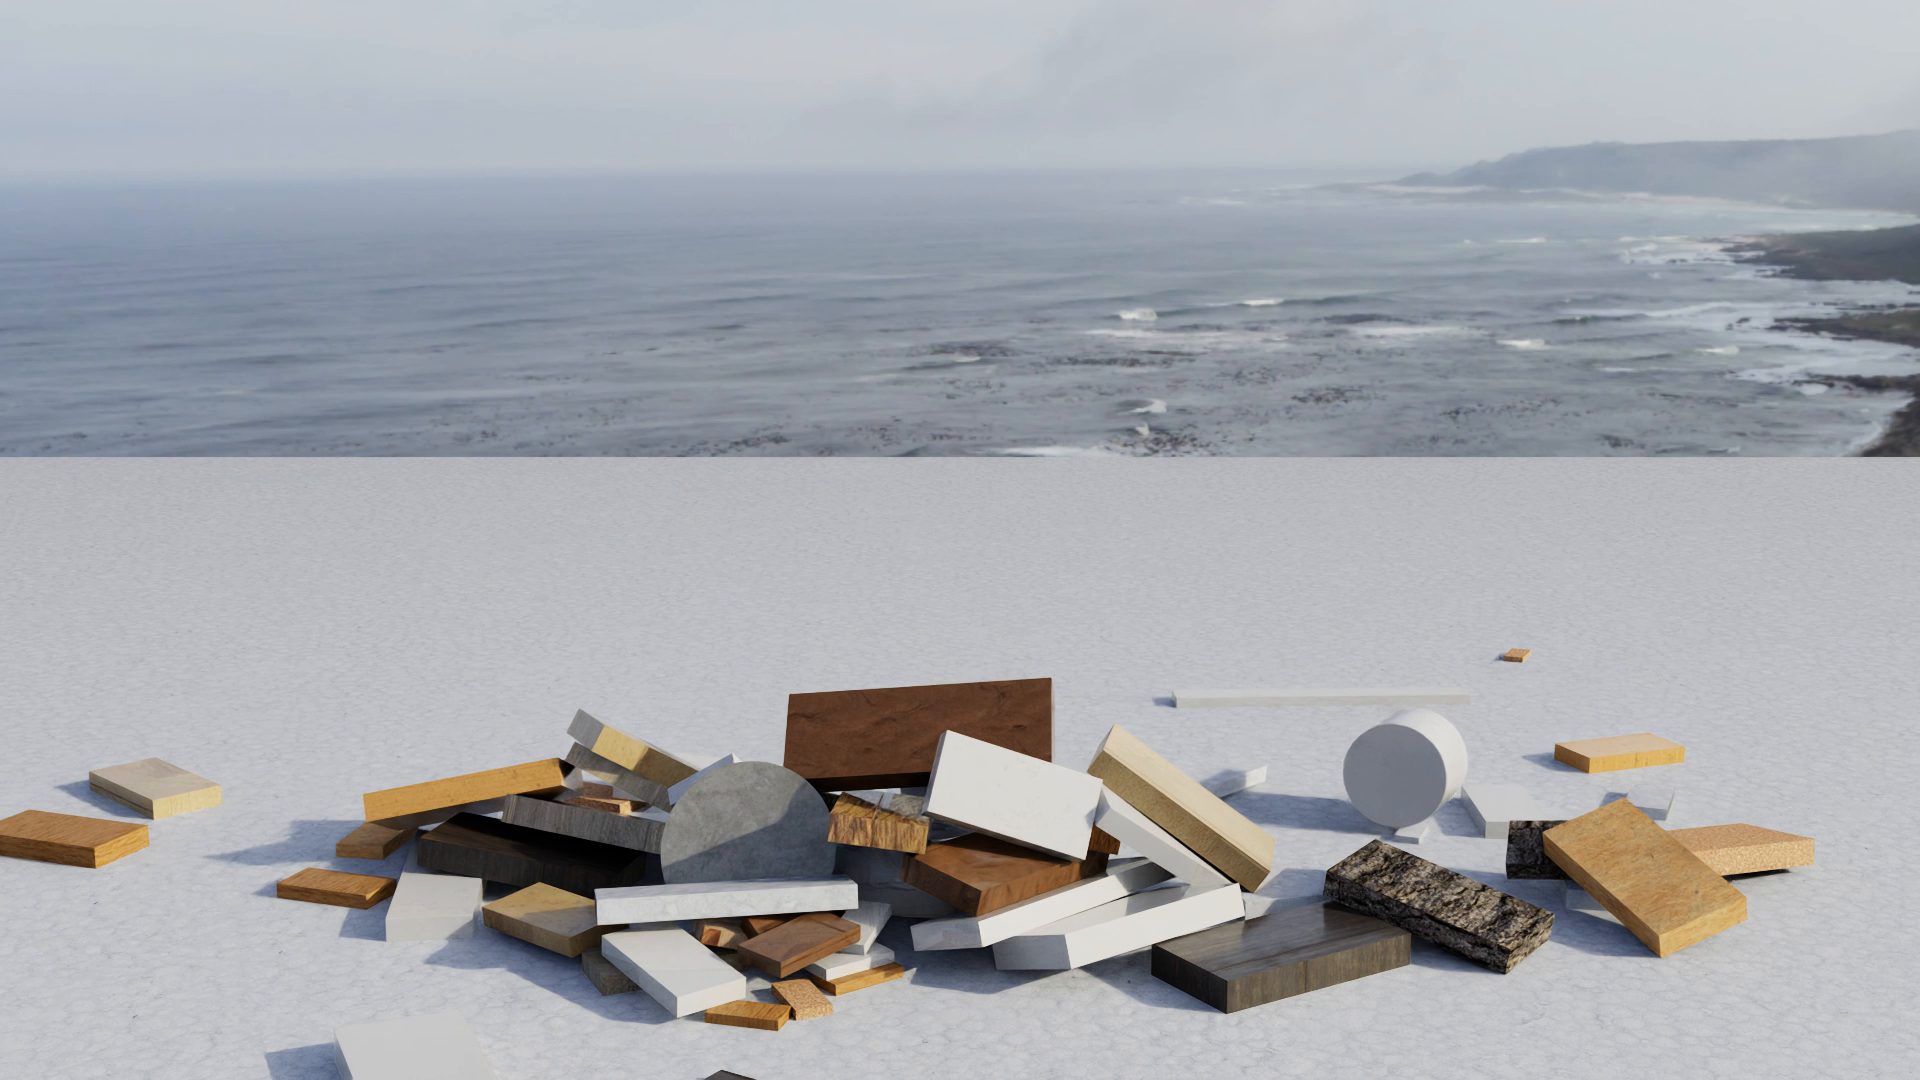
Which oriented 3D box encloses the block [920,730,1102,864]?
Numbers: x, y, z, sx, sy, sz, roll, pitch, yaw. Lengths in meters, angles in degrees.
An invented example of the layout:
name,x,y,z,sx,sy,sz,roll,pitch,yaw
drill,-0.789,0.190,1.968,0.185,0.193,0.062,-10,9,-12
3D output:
name,x,y,z,sx,sy,sz,roll,pitch,yaw
block,0.082,0.404,3.454,0.265,0.133,0.038,19,-21,-12

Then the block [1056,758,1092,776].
name,x,y,z,sx,sy,sz,roll,pitch,yaw
block,0.201,0.464,4.147,0.329,0.047,0.165,-5,11,-2

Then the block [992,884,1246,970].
name,x,y,z,sx,sy,sz,roll,pitch,yaw
block,0.245,0.592,3.376,0.358,0.051,0.179,-8,-4,-38

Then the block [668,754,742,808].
name,x,y,z,sx,sy,sz,roll,pitch,yaw
block,-0.362,0.460,3.667,0.127,0.255,0.036,-29,45,11

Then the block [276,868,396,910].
name,x,y,z,sx,sy,sz,roll,pitch,yaw
block,-1.037,0.579,3.659,0.174,0.025,0.087,4,11,19

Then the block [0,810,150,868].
name,x,y,z,sx,sy,sz,roll,pitch,yaw
block,-1.592,0.529,3.896,0.268,0.038,0.134,4,11,20

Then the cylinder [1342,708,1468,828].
name,x,y,z,sx,sy,sz,roll,pitch,yaw
cylinder,0.820,0.417,4.042,0.188,0.188,0.188,5,6,24

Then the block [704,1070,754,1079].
name,x,y,z,sx,sy,sz,roll,pitch,yaw
block,-0.288,0.726,2.892,0.112,0.016,0.056,7,12,32

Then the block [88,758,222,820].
name,x,y,z,sx,sy,sz,roll,pitch,yaw
block,-1.537,0.473,4.197,0.268,0.038,0.134,10,15,44

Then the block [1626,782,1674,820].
name,x,y,z,sx,sy,sz,roll,pitch,yaw
block,1.296,0.492,4.137,0.077,0.022,0.154,4,11,22

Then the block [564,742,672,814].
name,x,y,z,sx,sy,sz,roll,pitch,yaw
block,-0.559,0.424,3.809,0.261,0.037,0.130,28,-9,-7

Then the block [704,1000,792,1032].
name,x,y,z,sx,sy,sz,roll,pitch,yaw
block,-0.303,0.679,3.147,0.112,0.016,0.056,3,11,16

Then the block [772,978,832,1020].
name,x,y,z,sx,sy,sz,roll,pitch,yaw
block,-0.231,0.668,3.203,0.056,0.016,0.112,-4,11,-23

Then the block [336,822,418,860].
name,x,y,z,sx,sy,sz,roll,pitch,yaw
block,-1.036,0.529,3.928,0.087,0.025,0.174,2,11,10

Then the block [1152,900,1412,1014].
name,x,y,z,sx,sy,sz,roll,pitch,yaw
block,0.487,0.627,3.331,0.358,0.051,0.179,-7,12,-32

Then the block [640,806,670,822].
name,x,y,z,sx,sy,sz,roll,pitch,yaw
block,-0.457,0.523,3.928,0.261,0.037,0.131,3,11,16

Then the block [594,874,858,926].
name,x,y,z,sx,sy,sz,roll,pitch,yaw
block,-0.359,0.548,3.362,0.390,0.037,0.131,-2,-1,-11

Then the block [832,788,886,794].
name,x,y,z,sx,sy,sz,roll,pitch,yaw
block,-0.196,0.507,4.015,0.127,0.036,0.255,-1,11,-3

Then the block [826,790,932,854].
name,x,y,z,sx,sy,sz,roll,pitch,yaw
block,-0.122,0.443,3.490,0.151,0.043,0.301,7,1,1

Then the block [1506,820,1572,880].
name,x,y,z,sx,sy,sz,roll,pitch,yaw
block,1.035,0.517,3.669,0.234,0.033,0.117,-3,30,20

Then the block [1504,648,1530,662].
name,x,y,z,sx,sy,sz,roll,pitch,yaw
block,1.346,0.279,5.310,0.045,0.013,0.090,5,12,26

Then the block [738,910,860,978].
name,x,y,z,sx,sy,sz,roll,pitch,yaw
block,-0.238,0.597,3.263,0.087,0.025,0.175,13,18,37

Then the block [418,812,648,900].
name,x,y,z,sx,sy,sz,roll,pitch,yaw
block,-0.717,0.533,3.700,0.339,0.048,0.170,10,9,9

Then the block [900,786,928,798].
name,x,y,z,sx,sy,sz,roll,pitch,yaw
block,-0.078,0.368,3.711,0.025,0.174,0.087,-19,20,-31

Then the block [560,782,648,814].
name,x,y,z,sx,sy,sz,roll,pitch,yaw
block,-0.686,0.488,4.152,0.174,0.025,0.087,6,12,28

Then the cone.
name,x,y,z,sx,sy,sz,roll,pitch,yaw
cone,-0.320,0.532,3.632,0.284,0.284,0.284,1,-16,7

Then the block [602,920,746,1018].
name,x,y,z,sx,sy,sz,roll,pitch,yaw
block,-0.423,0.626,3.233,0.113,0.032,0.226,-9,20,-36

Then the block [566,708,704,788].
name,x,y,z,sx,sy,sz,roll,pitch,yaw
block,-0.509,0.403,3.849,0.342,0.048,0.171,30,-7,-24

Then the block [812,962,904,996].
name,x,y,z,sx,sy,sz,roll,pitch,yaw
block,-0.153,0.651,3.292,0.123,0.017,0.062,-8,13,-37

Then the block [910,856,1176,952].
name,x,y,z,sx,sy,sz,roll,pitch,yaw
block,0.145,0.570,3.482,0.133,0.038,0.534,-12,-3,39

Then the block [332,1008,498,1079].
name,x,y,z,sx,sy,sz,roll,pitch,yaw
block,-0.669,0.727,2.797,0.171,0.048,0.529,-5,11,-23

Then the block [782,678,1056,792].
name,x,y,z,sx,sy,sz,roll,pitch,yaw
block,-0.066,0.320,3.596,0.439,0.047,0.165,-4,53,8

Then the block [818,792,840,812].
name,x,y,z,sx,sy,sz,roll,pitch,yaw
block,-0.242,0.458,3.839,0.127,0.036,0.255,8,-8,36

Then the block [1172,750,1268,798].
name,x,y,z,sx,sy,sz,roll,pitch,yaw
block,0.483,0.455,4.241,0.115,0.033,0.230,15,14,36

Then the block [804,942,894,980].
name,x,y,z,sx,sy,sz,roll,pitch,yaw
block,-0.167,0.631,3.305,0.123,0.017,0.062,-8,13,-37

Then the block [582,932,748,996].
name,x,y,z,sx,sy,sz,roll,pitch,yaw
block,-0.447,0.637,3.329,0.226,0.032,0.113,-5,12,-25

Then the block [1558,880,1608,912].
name,x,y,z,sx,sy,sz,roll,pitch,yaw
block,1.116,0.580,3.631,0.234,0.033,0.117,2,11,10

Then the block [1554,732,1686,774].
name,x,y,z,sx,sy,sz,roll,pitch,yaw
block,1.332,0.430,4.442,0.230,0.033,0.115,-4,11,-20

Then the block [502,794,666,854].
name,x,y,z,sx,sy,sz,roll,pitch,yaw
block,-0.584,0.489,3.728,0.339,0.048,0.170,9,-7,17

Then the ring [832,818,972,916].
name,x,y,z,sx,sy,sz,roll,pitch,yaw
ring,-0.063,0.524,3.684,0.377,0.126,0.377,1,11,0

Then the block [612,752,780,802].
name,x,y,z,sx,sy,sz,roll,pitch,yaw
block,-0.465,0.460,4.158,0.342,0.048,0.171,6,11,7

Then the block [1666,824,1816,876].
name,x,y,z,sx,sy,sz,roll,pitch,yaw
block,1.285,0.530,3.756,0.317,0.045,0.158,-1,4,-29

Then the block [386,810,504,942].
name,x,y,z,sx,sy,sz,roll,pitch,yaw
block,-0.882,0.542,3.823,0.134,0.038,0.755,-1,11,-7

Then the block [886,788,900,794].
name,x,y,z,sx,sy,sz,roll,pitch,yaw
block,-0.091,0.484,4.094,0.087,0.025,0.174,-13,8,-1

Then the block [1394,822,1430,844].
name,x,y,z,sx,sy,sz,roll,pitch,yaw
block,0.816,0.528,3.967,0.045,0.013,0.090,5,11,24

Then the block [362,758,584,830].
name,x,y,z,sx,sy,sz,roll,pitch,yaw
block,-0.839,0.442,3.812,0.339,0.048,0.170,-11,-13,2

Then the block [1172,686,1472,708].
name,x,y,z,sx,sy,sz,roll,pitch,yaw
block,0.804,0.350,4.903,0.657,0.022,0.077,-1,11,-3

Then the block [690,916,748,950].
name,x,y,z,sx,sy,sz,roll,pitch,yaw
block,-0.319,0.607,3.366,0.175,0.025,0.087,14,3,-19

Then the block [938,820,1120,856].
name,x,y,z,sx,sy,sz,roll,pitch,yaw
block,0.111,0.441,3.601,0.301,0.043,0.151,11,13,-2

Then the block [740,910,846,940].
name,x,y,z,sx,sy,sz,roll,pitch,yaw
block,-0.239,0.599,3.351,0.175,0.025,0.087,-1,36,-40

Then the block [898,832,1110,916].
name,x,y,z,sx,sy,sz,roll,pitch,yaw
block,0.076,0.509,3.473,0.151,0.043,0.360,21,16,34

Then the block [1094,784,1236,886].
name,x,y,z,sx,sy,sz,roll,pitch,yaw
block,0.321,0.482,3.549,0.266,0.038,0.133,33,12,-17

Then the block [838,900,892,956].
name,x,y,z,sx,sy,sz,roll,pitch,yaw
block,-0.154,0.591,3.359,0.062,0.017,0.123,4,22,18

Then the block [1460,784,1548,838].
name,x,y,z,sx,sy,sz,roll,pitch,yaw
block,1.005,0.501,4.062,0.115,0.033,0.229,0,11,2

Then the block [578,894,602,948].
name,x,y,z,sx,sy,sz,roll,pitch,yaw
block,-0.613,0.609,3.496,0.088,0.025,0.175,-7,12,-31

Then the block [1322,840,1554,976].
name,x,y,z,sx,sy,sz,roll,pitch,yaw
block,0.750,0.572,3.455,0.317,0.045,0.158,21,24,34

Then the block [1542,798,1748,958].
name,x,y,z,sx,sy,sz,roll,pitch,yaw
block,1.093,0.536,3.524,0.158,0.045,0.317,-20,29,-12

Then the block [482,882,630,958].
name,x,y,z,sx,sy,sz,roll,pitch,yaw
block,-0.633,0.592,3.437,0.226,0.032,0.113,8,19,43

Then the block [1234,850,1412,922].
name,x,y,z,sx,sy,sz,roll,pitch,yaw
block,0.605,0.574,3.616,0.358,0.051,0.179,-3,11,-13

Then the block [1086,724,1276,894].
name,x,y,z,sx,sy,sz,roll,pitch,yaw
block,0.365,0.436,3.602,0.329,0.047,0.165,36,15,3
